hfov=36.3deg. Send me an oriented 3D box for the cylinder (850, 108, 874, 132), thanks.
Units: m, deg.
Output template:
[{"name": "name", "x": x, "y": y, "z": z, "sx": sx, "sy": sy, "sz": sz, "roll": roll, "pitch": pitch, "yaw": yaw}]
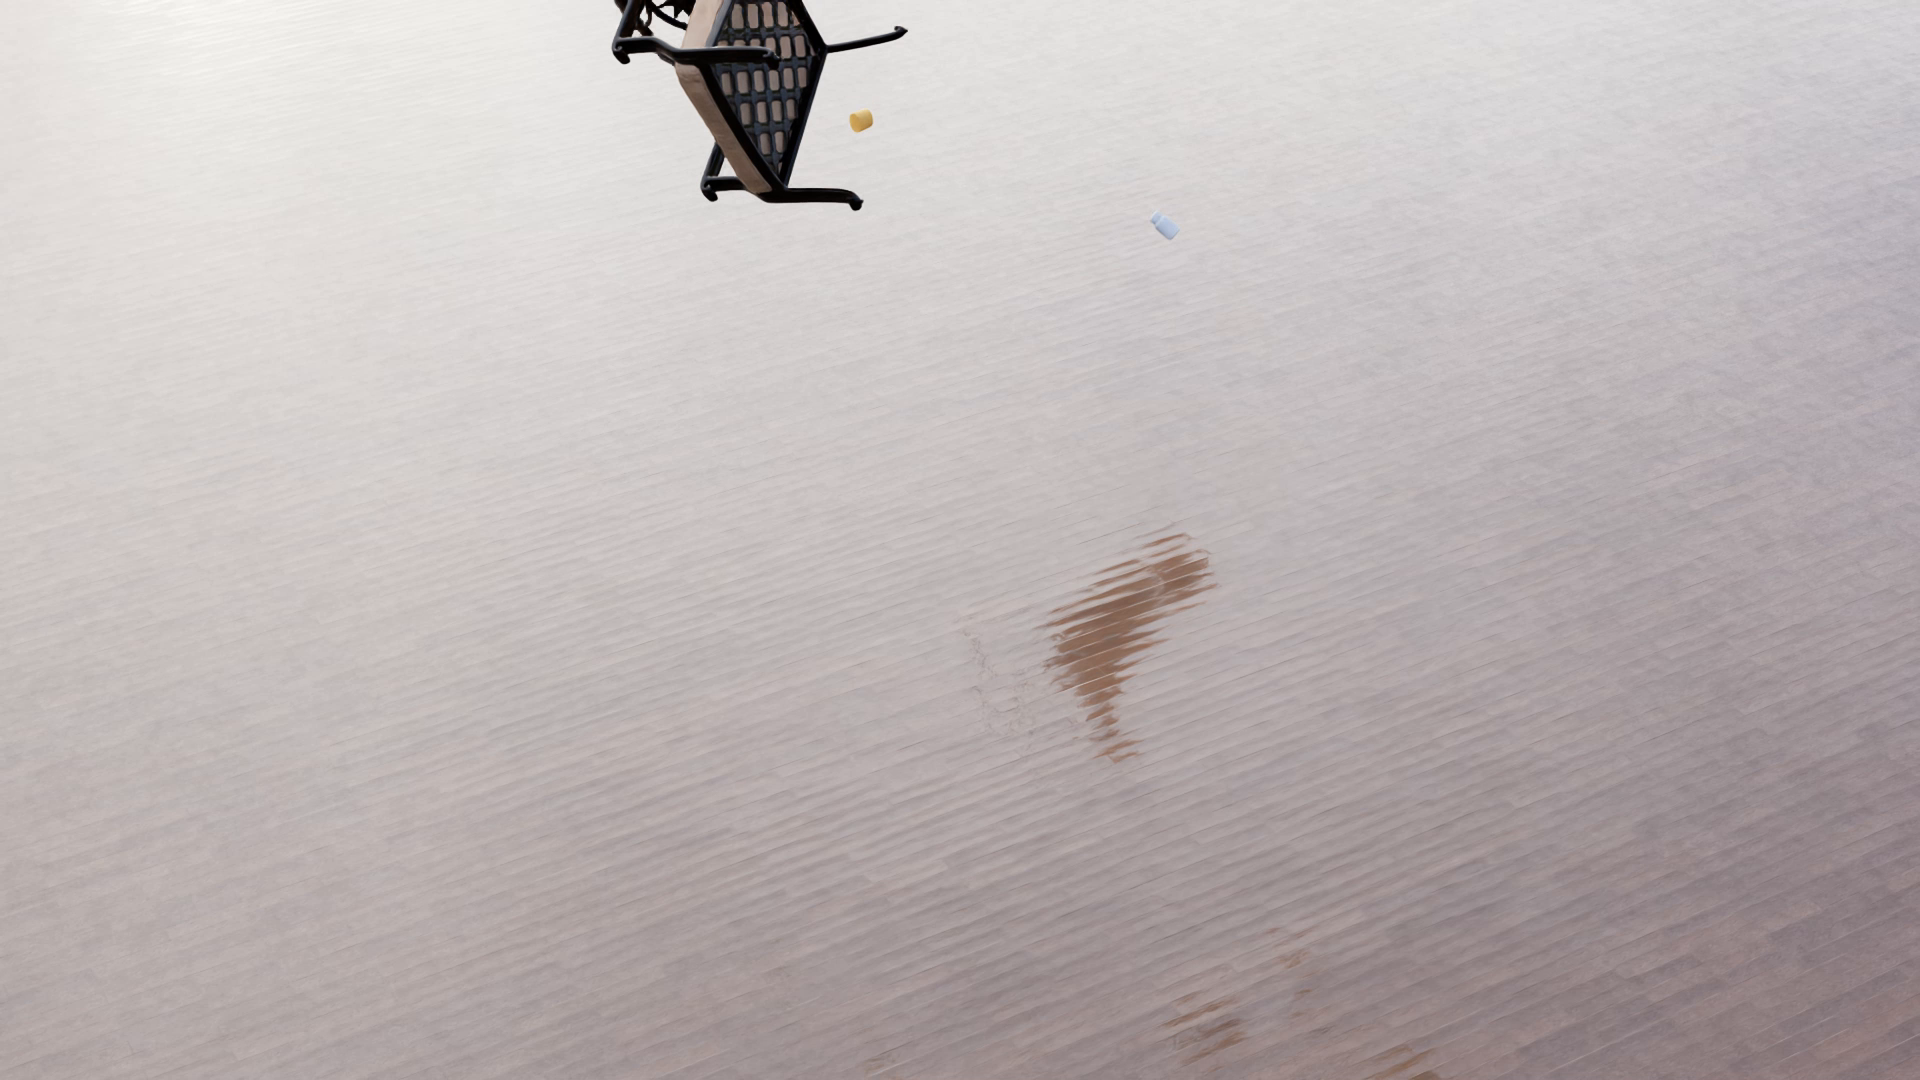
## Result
[{"name": "cylinder", "x": -0.314, "y": -1.336, "z": 9.335, "sx": 0.050, "sy": 0.074, "sz": 0.060, "roll": -29, "pitch": 69, "yaw": -27}]
